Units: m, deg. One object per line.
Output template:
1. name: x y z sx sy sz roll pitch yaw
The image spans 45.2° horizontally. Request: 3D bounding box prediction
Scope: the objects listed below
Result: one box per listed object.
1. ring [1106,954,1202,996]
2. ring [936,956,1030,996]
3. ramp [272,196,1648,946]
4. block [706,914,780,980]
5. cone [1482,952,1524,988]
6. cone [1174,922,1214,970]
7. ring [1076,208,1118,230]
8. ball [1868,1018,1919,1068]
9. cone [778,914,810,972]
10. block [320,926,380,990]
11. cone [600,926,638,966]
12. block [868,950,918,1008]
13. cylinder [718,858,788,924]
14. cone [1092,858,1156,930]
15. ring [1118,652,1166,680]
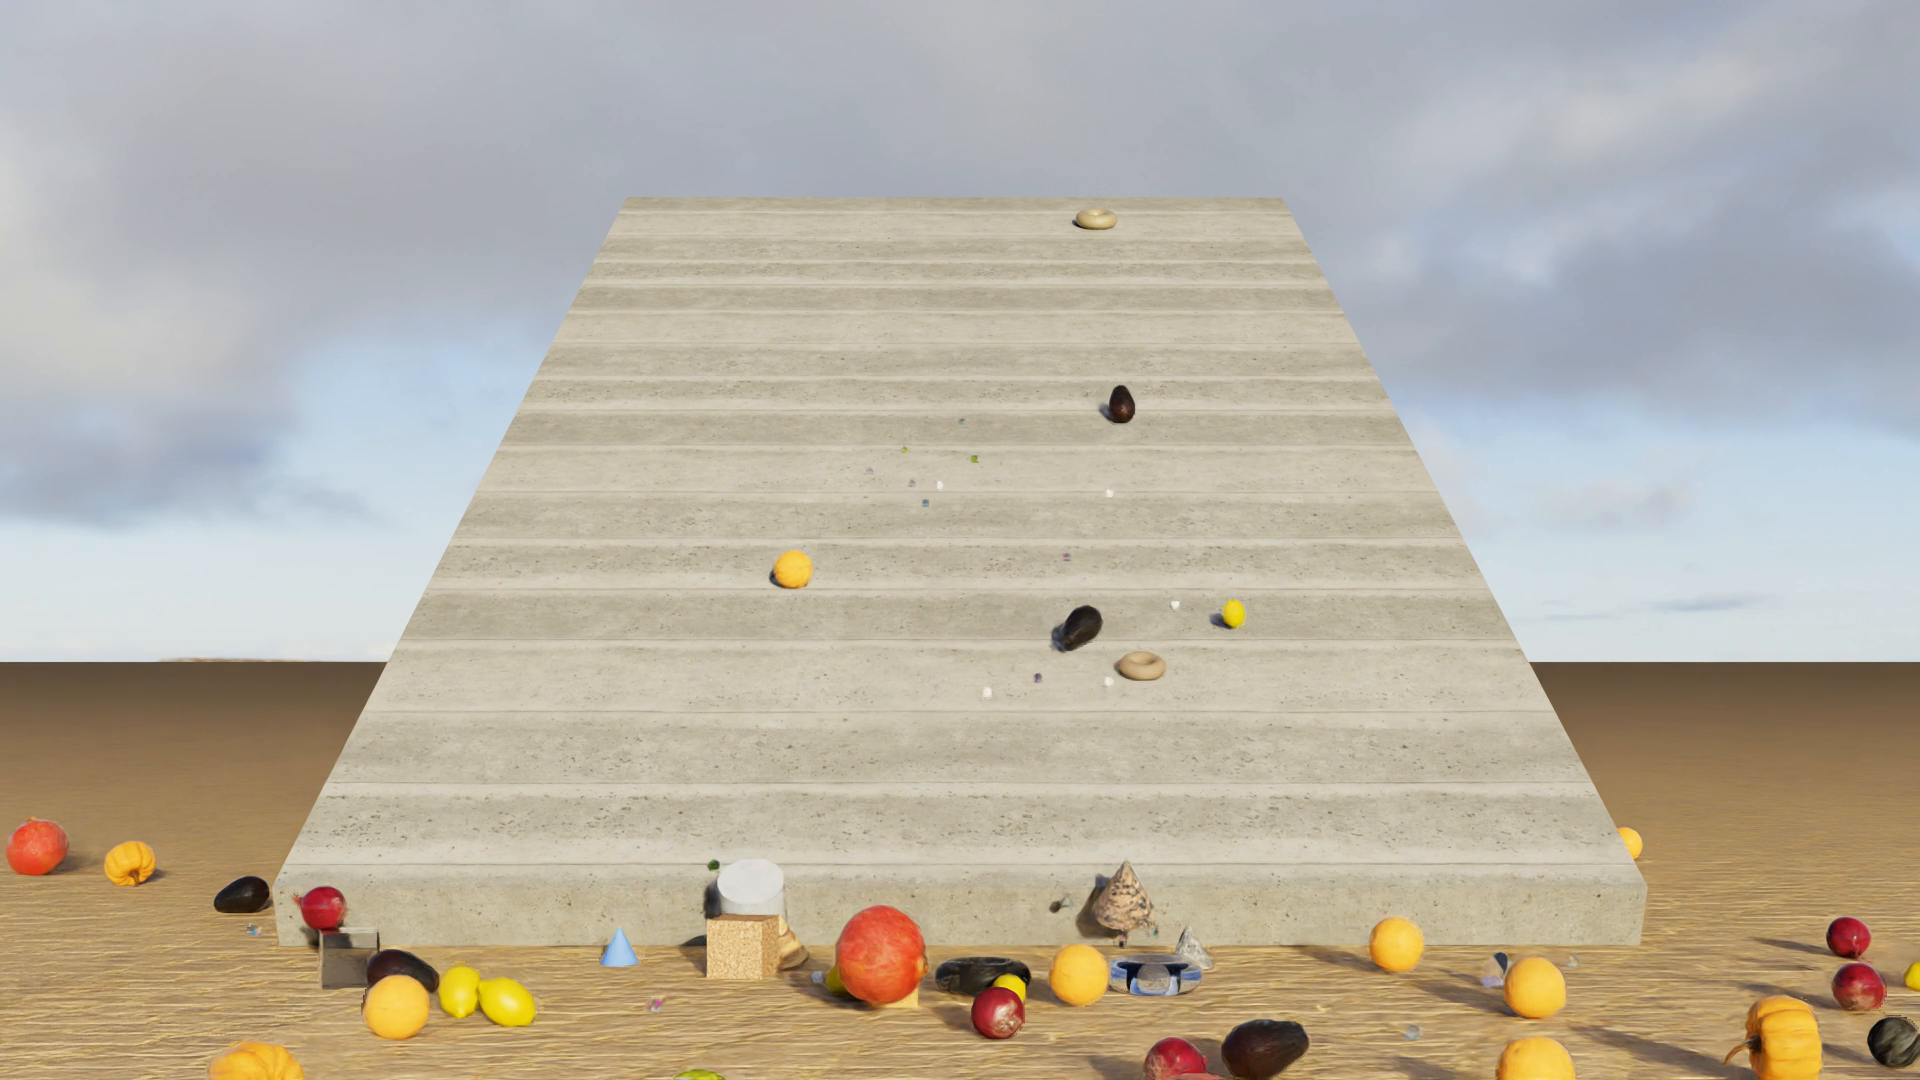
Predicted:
1. ring: 0.247 0.554 2.943 0.124 0.041 0.124 1 -2 0
2. ring: 0.029 0.553 2.928 0.122 0.041 0.122 0 -4 0
3. ramp: -0.007 -0.225 5.218 2.000 0.100 4.000 0 23 0
4. block: -0.289 0.543 3.086 0.076 0.076 0.076 -1 -3 13
5. cone: 0.708 0.564 2.971 0.050 0.050 0.050 28 -11 -15
6. cone: 0.311 0.549 3.137 0.061 0.061 0.061 -5 4 0
7. ring: 0.398 -0.936 6.732 0.123 0.041 0.123 1 22 0
8. ball: 0.968 0.521 2.391 0.052 0.052 0.052 0 -3 0
9. cone: -0.242 0.537 3.132 0.070 0.070 0.070 -4 21 2
10. block: -0.791 0.541 2.989 0.071 0.071 0.071 1 -3 -18
11. cone: -0.470 0.559 3.188 0.054 0.054 0.054 -1 -4 0
12. block: -0.082 0.538 2.832 0.062 0.062 0.062 0 -3 -2
13. cylinder: -0.291 0.514 3.246 0.093 0.093 0.093 -1 34 0
14. cone: 0.235 0.490 3.283 0.092 0.092 0.092 0 27 0
15. ring: 0.315 0.219 4.002 0.083 0.028 0.083 0 22 0
